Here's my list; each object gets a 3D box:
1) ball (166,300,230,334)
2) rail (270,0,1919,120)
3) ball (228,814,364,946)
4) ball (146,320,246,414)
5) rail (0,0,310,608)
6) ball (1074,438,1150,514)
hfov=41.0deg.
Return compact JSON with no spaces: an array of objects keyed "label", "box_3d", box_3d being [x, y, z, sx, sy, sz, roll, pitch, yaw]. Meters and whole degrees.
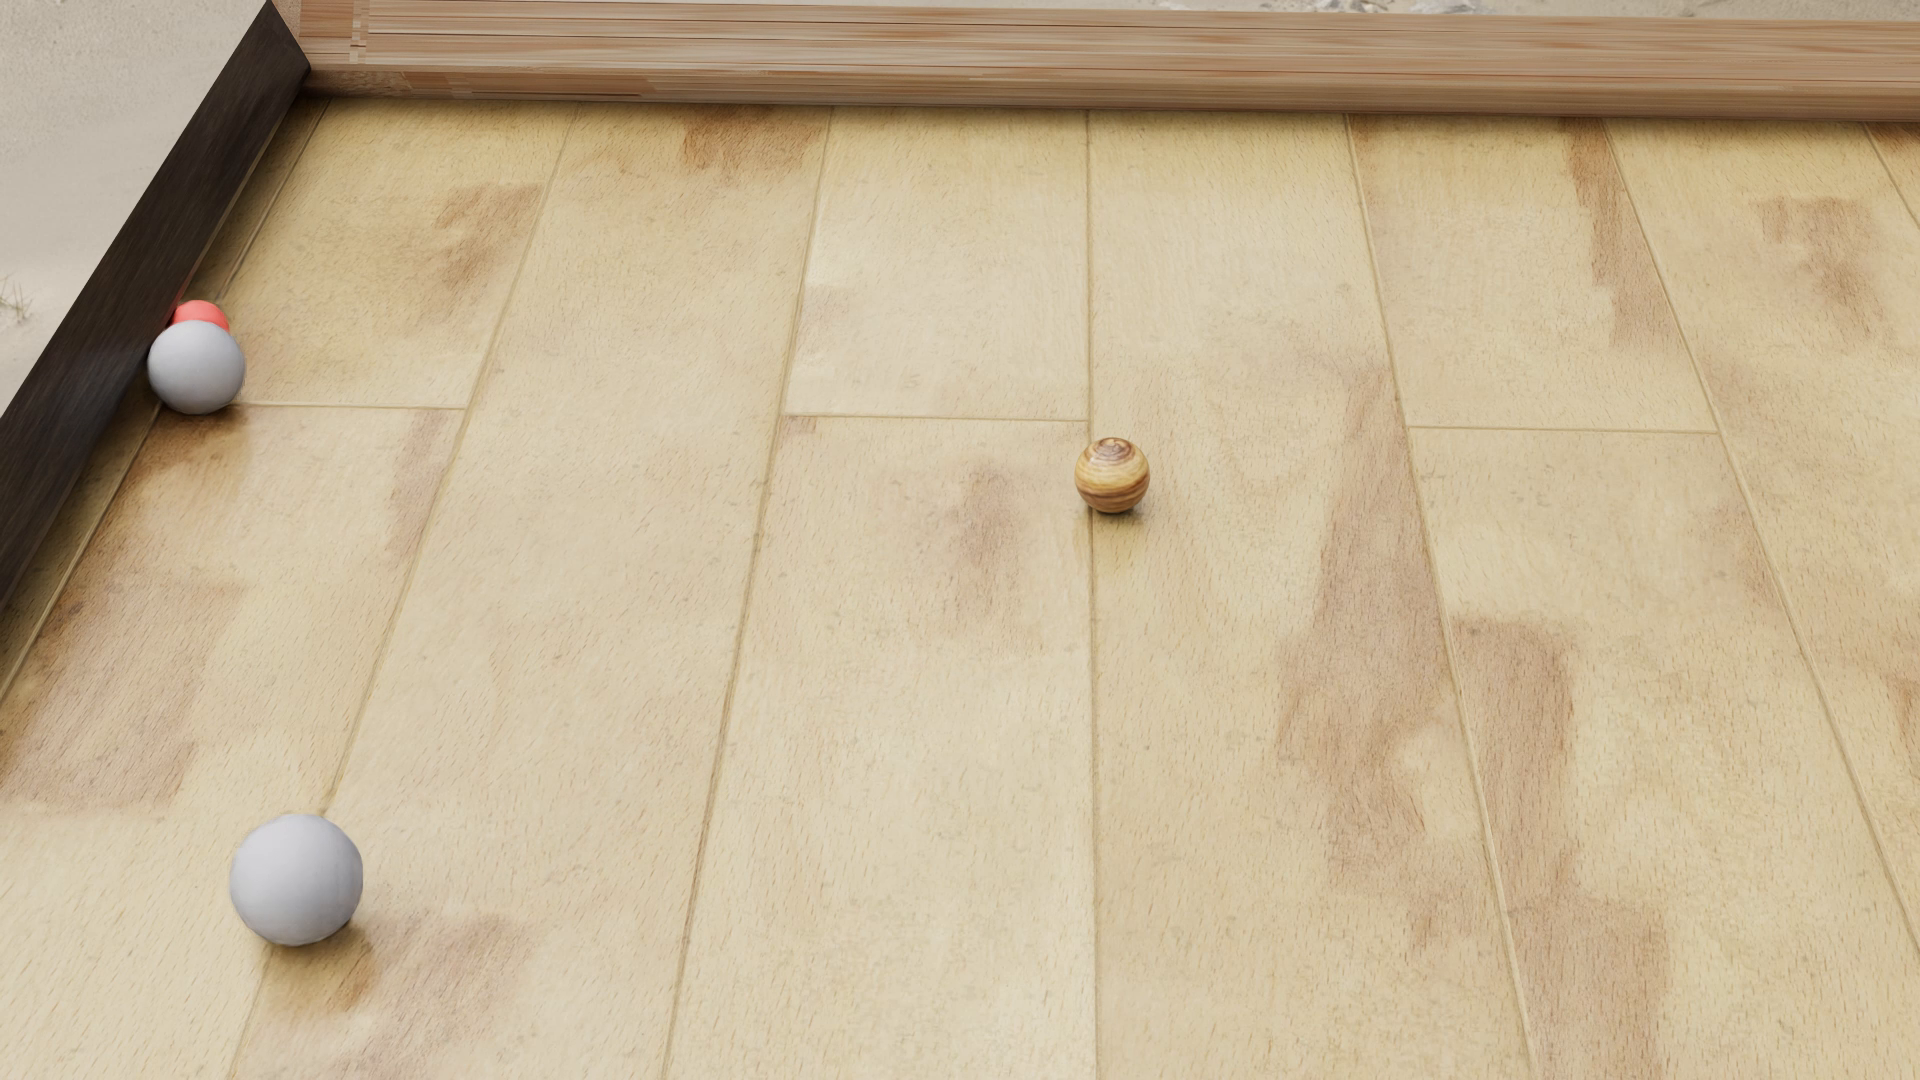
[{"label":"ball","box_3d":[-0.629,-0.172,2.117,0.051,0.051,0.051,0,35,0]},{"label":"rail","box_3d":[0.726,-0.441,2.451,2.796,0.103,0.045,1,35,2]},{"label":"ball","box_3d":[-0.402,0.206,1.555,0.080,0.080,0.080,0,35,0]},{"label":"ball","box_3d":[-0.609,-0.138,2.046,0.075,0.075,0.075,0,35,0]},{"label":"rail","box_3d":[-0.675,-0.031,1.869,0.045,0.103,1.570,1,35,2]},{"label":"ball","box_3d":[0.115,-0.049,1.936,0.058,0.058,0.058,0,35,0]}]
